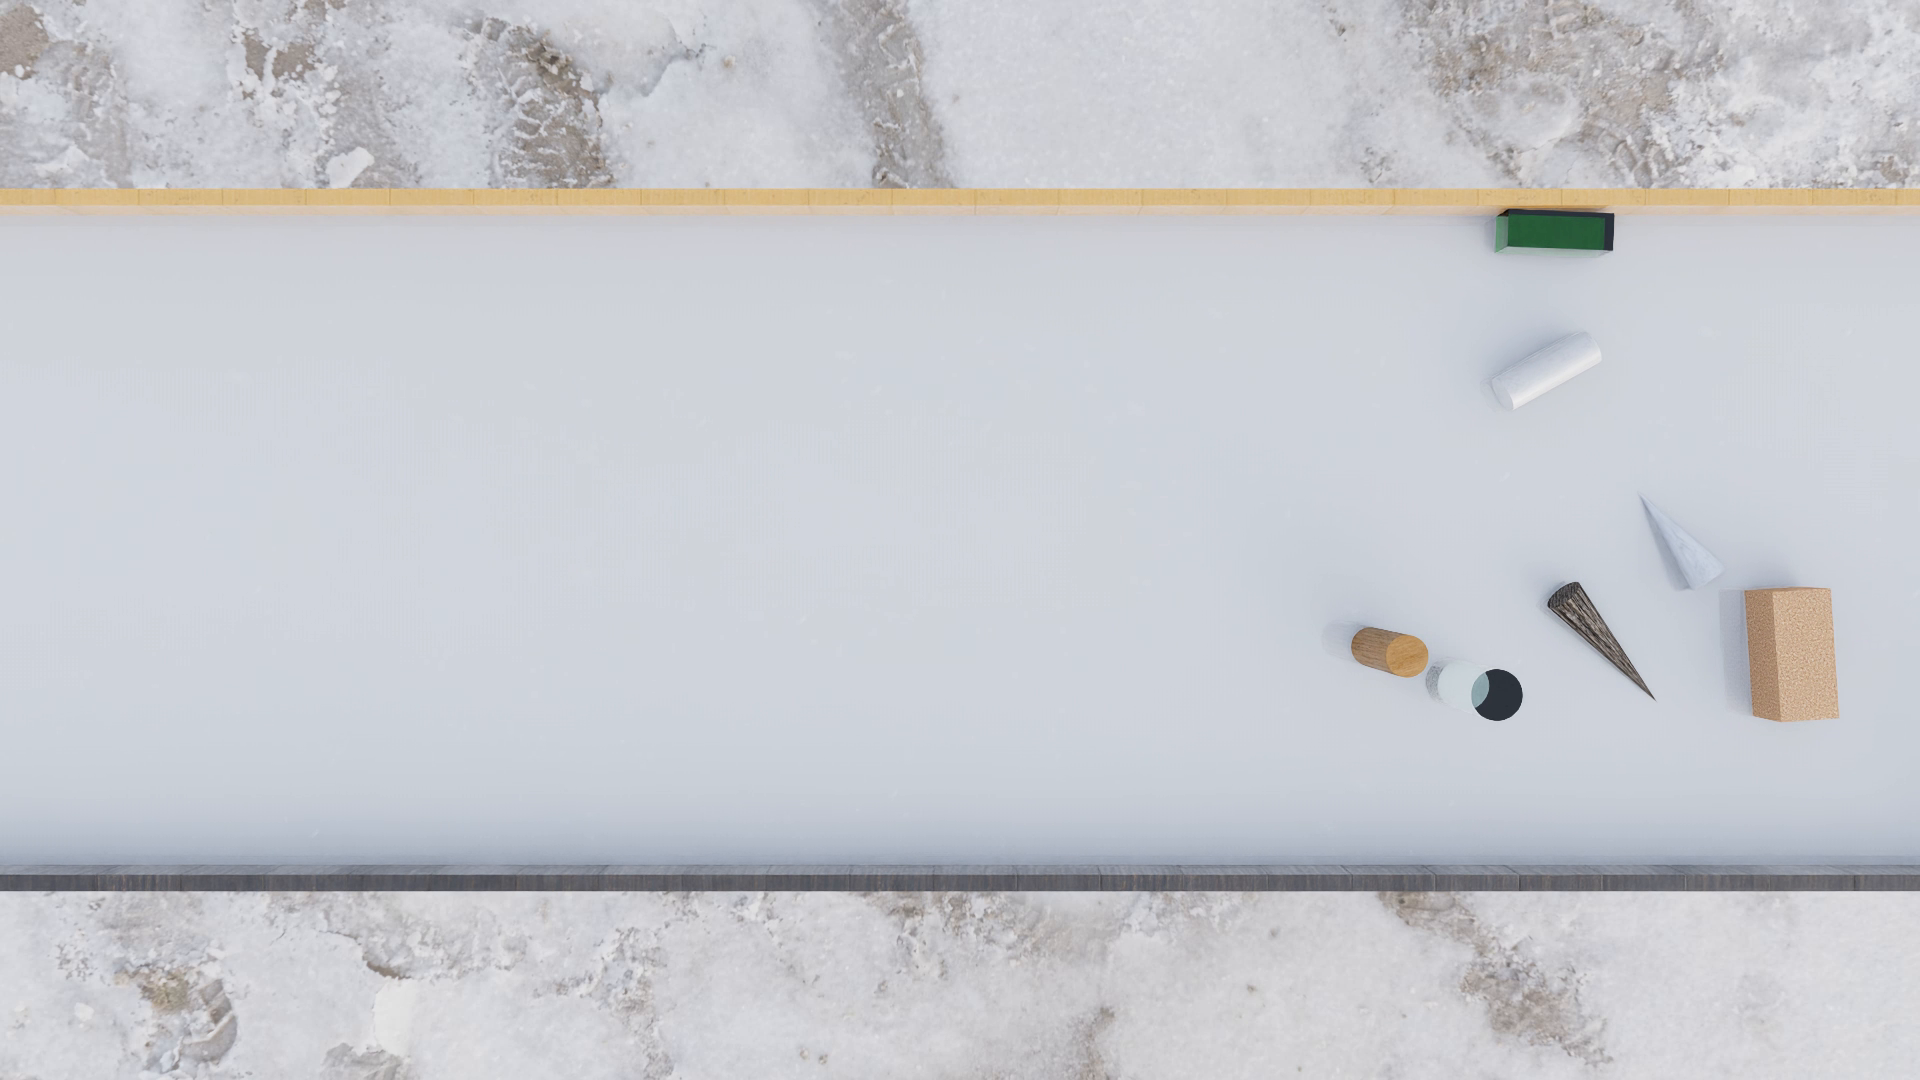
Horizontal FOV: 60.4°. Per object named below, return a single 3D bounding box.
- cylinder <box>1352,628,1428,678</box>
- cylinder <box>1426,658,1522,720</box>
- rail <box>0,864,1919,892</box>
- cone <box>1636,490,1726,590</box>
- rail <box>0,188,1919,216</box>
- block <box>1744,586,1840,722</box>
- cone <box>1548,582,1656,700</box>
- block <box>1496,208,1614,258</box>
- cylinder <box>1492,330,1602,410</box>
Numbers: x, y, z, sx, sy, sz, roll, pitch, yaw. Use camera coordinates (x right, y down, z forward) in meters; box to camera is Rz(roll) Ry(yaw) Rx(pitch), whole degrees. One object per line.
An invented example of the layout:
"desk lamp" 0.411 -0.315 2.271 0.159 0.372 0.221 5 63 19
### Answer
"cylinder" 1.264 0.329 4.869 0.121 0.415 0.121 0 90 0
"cylinder" 1.507 0.435 4.853 0.146 0.448 0.146 0 90 0
"rail" -2.247 1.025 5.001 12.000 0.150 0.050 0 90 0
"cone" 2.180 -0.018 5.047 0.120 0.120 0.343 -36 80 0
"rail" -2.247 -1.025 5.002 12.000 0.150 0.050 0 90 0
"block" 2.515 0.343 4.989 0.174 0.174 0.388 -4 90 0
"cone" 1.991 0.334 5.048 0.116 0.116 0.458 -43 97 0
"block" 1.809 -0.933 5.020 0.319 0.113 0.113 2 90 0
"cylinder" 1.785 -0.516 5.020 0.304 0.112 0.112 -29 90 0
